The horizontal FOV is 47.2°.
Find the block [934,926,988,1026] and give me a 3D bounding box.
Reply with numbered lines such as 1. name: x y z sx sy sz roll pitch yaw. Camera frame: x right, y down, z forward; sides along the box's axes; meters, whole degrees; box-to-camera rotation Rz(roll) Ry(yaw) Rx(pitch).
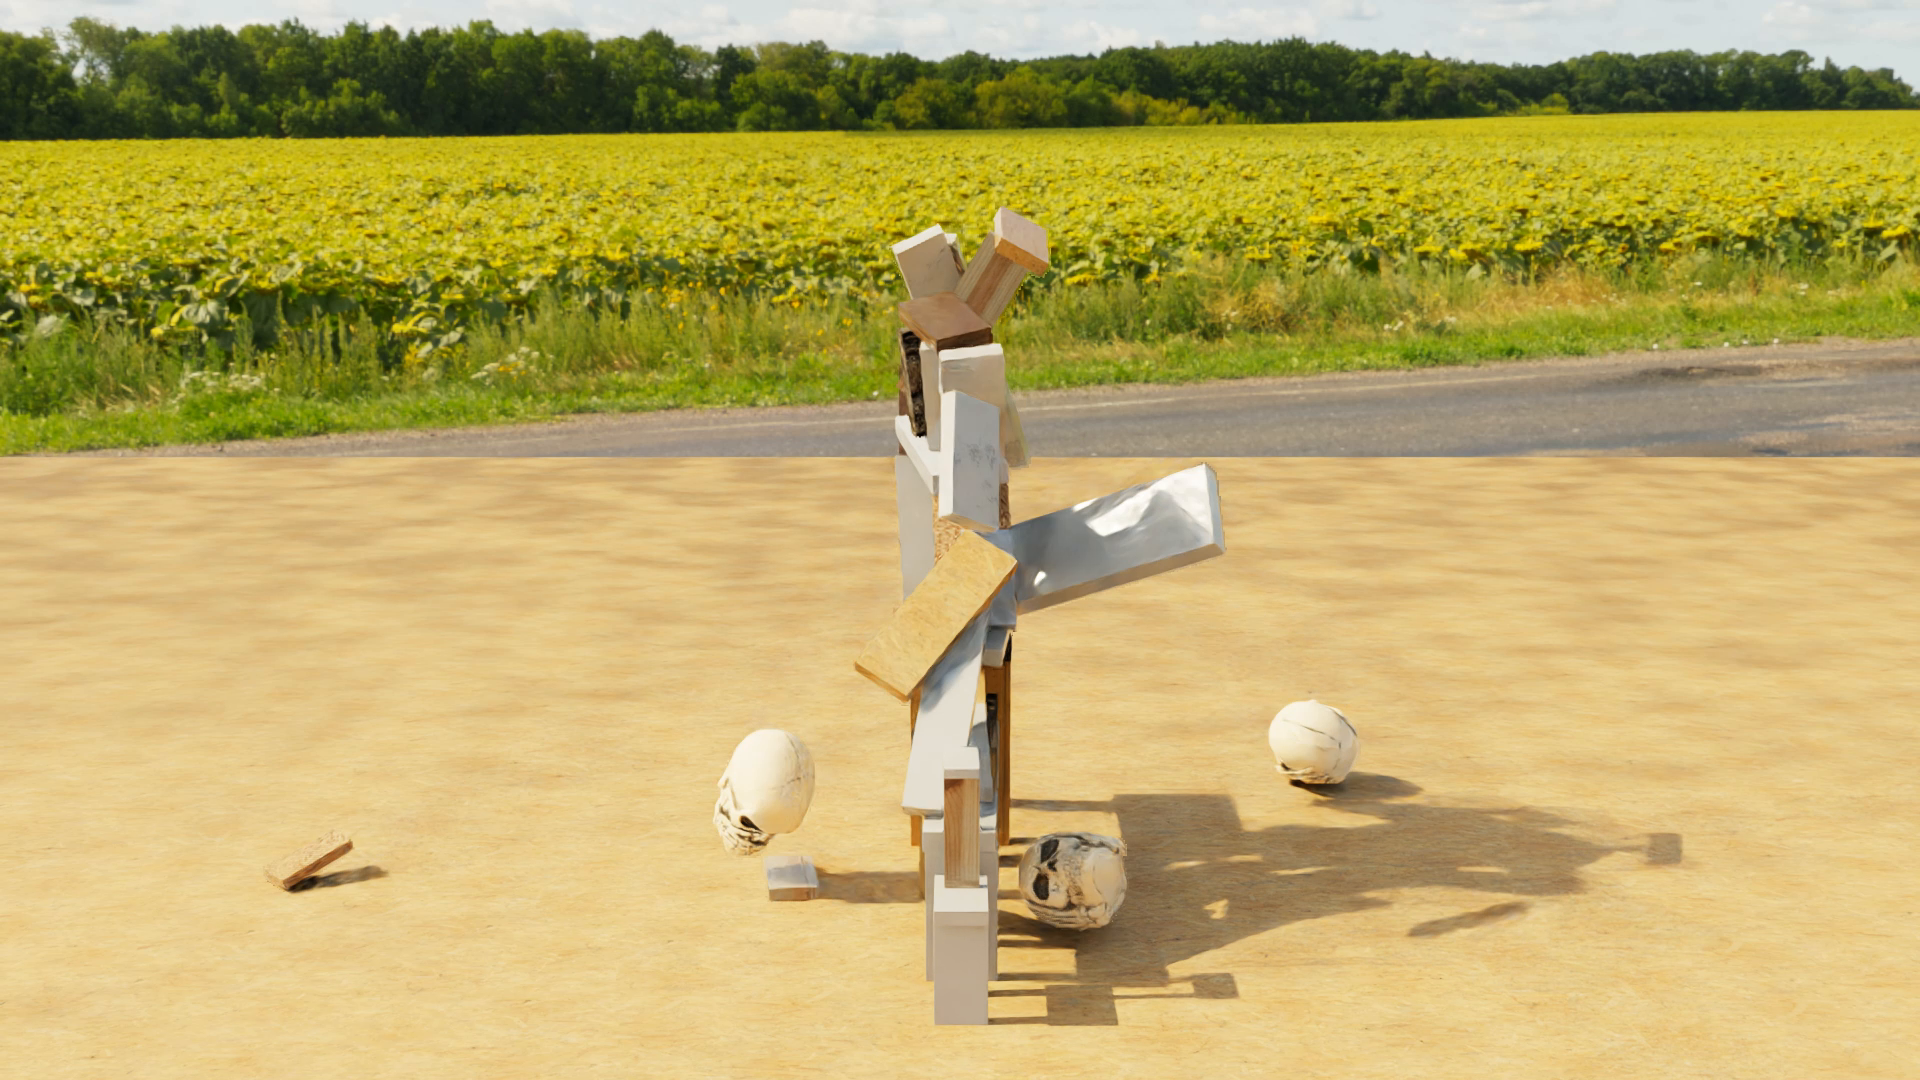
1. block: 0.001 0.613 3.125 0.077 0.154 0.022 0 11 0

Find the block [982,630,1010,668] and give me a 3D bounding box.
1. block: 0.028 0.146 3.545 0.101 0.029 0.202 5 21 5

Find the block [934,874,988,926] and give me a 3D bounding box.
1. block: 0.001 0.517 3.159 0.077 0.022 0.154 0 11 0

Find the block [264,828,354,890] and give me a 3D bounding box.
1. block: -1.103 0.541 3.730 0.133 0.019 0.067 -32 30 -34

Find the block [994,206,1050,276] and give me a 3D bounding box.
1. block: 0.100 -0.493 3.617 0.088 0.025 0.175 27 23 -12

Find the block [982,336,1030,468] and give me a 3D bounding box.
1. block: 0.010 -0.251 3.890 0.153 0.307 0.043 -8 40 14

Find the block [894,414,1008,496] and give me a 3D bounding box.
1. block: -0.016 -0.151 3.633 0.126 0.036 0.252 -10 27 -12

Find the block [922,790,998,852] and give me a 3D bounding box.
1. block: 0.001 0.421 3.310 0.107 0.030 0.214 0 11 2

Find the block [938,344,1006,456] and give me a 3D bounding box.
1. block: 0.020 -0.217 3.498 0.099 0.199 0.028 -7 40 -6

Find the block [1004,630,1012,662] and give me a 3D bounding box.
1. block: 0.001 0.152 3.951 0.175 0.050 0.351 0 11 0

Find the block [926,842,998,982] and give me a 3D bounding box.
1. block: 0.002 0.553 3.274 0.107 0.214 0.030 0 17 0

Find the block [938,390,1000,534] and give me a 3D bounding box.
1. block: 0.015 -0.119 3.351 0.028 0.199 0.099 -16 -25 42

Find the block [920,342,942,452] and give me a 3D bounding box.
1. block: -0.011 -0.232 3.545 0.093 0.186 0.026 -2 32 5

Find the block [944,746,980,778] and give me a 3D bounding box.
1. block: 0.002 0.321 3.176 0.050 0.014 0.101 0 13 -1

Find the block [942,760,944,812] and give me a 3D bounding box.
1. block: 0.000 0.372 3.212 0.050 0.101 0.014 0 2 -3

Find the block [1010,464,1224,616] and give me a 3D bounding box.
1. block: 0.228 0.011 3.761 0.453 0.153 0.043 -18 -33 24

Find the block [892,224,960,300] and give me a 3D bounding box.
1. block: -0.047 -0.442 3.711 0.088 0.176 0.025 -27 46 -4

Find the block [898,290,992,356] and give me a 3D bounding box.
1. block: -0.026 -0.350 3.539 0.093 0.026 0.186 -15 29 -15

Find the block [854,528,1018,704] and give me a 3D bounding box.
1. block: -0.036 0.116 3.429 0.099 0.028 0.299 33 62 15

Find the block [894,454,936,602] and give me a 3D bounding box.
1. block: -0.037 -0.001 3.678 0.126 0.288 0.036 -4 -3 1

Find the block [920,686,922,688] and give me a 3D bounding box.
1. block: -0.033 0.243 3.703 0.067 0.019 0.133 3 -26 14

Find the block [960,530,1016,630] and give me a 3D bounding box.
1. block: 0.046 0.064 3.532 0.082 0.165 0.023 0 -24 -5

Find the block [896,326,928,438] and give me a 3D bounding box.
1. block: -0.044 -0.269 3.620 0.093 0.186 0.026 -17 28 -17

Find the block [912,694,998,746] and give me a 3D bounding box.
1. block: -0.007 0.308 3.706 0.126 0.036 0.251 1 11 5

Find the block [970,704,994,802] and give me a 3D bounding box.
1. block: -0.006 0.330 3.420 0.101 0.029 0.203 -1 35 -3

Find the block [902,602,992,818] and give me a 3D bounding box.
1. block: -0.018 0.245 3.375 0.082 0.023 0.396 4 54 8

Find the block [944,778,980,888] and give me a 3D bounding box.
1. block: 0.003 0.419 3.163 0.050 0.170 0.014 0 13 0

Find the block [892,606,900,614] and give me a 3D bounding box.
1. block: -0.069 0.176 3.733 0.067 0.133 0.019 -9 9 3

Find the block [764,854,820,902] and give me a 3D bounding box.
1. block: -0.285 0.570 3.711 0.082 0.023 0.165 -2 11 -8

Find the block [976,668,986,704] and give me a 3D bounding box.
1. block: -0.008 0.339 3.496 0.101 0.287 0.029 -1 -31 -1

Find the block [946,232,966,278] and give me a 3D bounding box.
1. block: -0.028 -0.467 3.828 0.078 0.157 0.022 -4 52 12

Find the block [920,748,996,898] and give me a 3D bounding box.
1. block: -0.003 0.468 3.635 0.126 0.251 0.036 1 11 3

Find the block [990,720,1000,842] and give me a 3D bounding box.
1. block: 0.003 0.435 3.809 0.126 0.251 0.036 1 7 7

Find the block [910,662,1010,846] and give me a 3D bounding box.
1. block: 0.001 0.369 3.890 0.175 0.351 0.050 0 16 0

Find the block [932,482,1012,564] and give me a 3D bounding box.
1. block: 0.021 -0.008 3.600 0.126 0.252 0.036 -4 -22 0

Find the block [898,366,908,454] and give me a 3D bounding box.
1. block: -0.025 -0.146 3.787 0.153 0.307 0.043 -1 -5 8

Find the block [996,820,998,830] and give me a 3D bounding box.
1. block: 0.003 0.528 3.411 0.107 0.214 0.030 0 18 0

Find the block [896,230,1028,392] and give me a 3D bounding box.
1. block: 0.008 -0.363 3.670 0.088 0.309 0.025 31 19 -3
